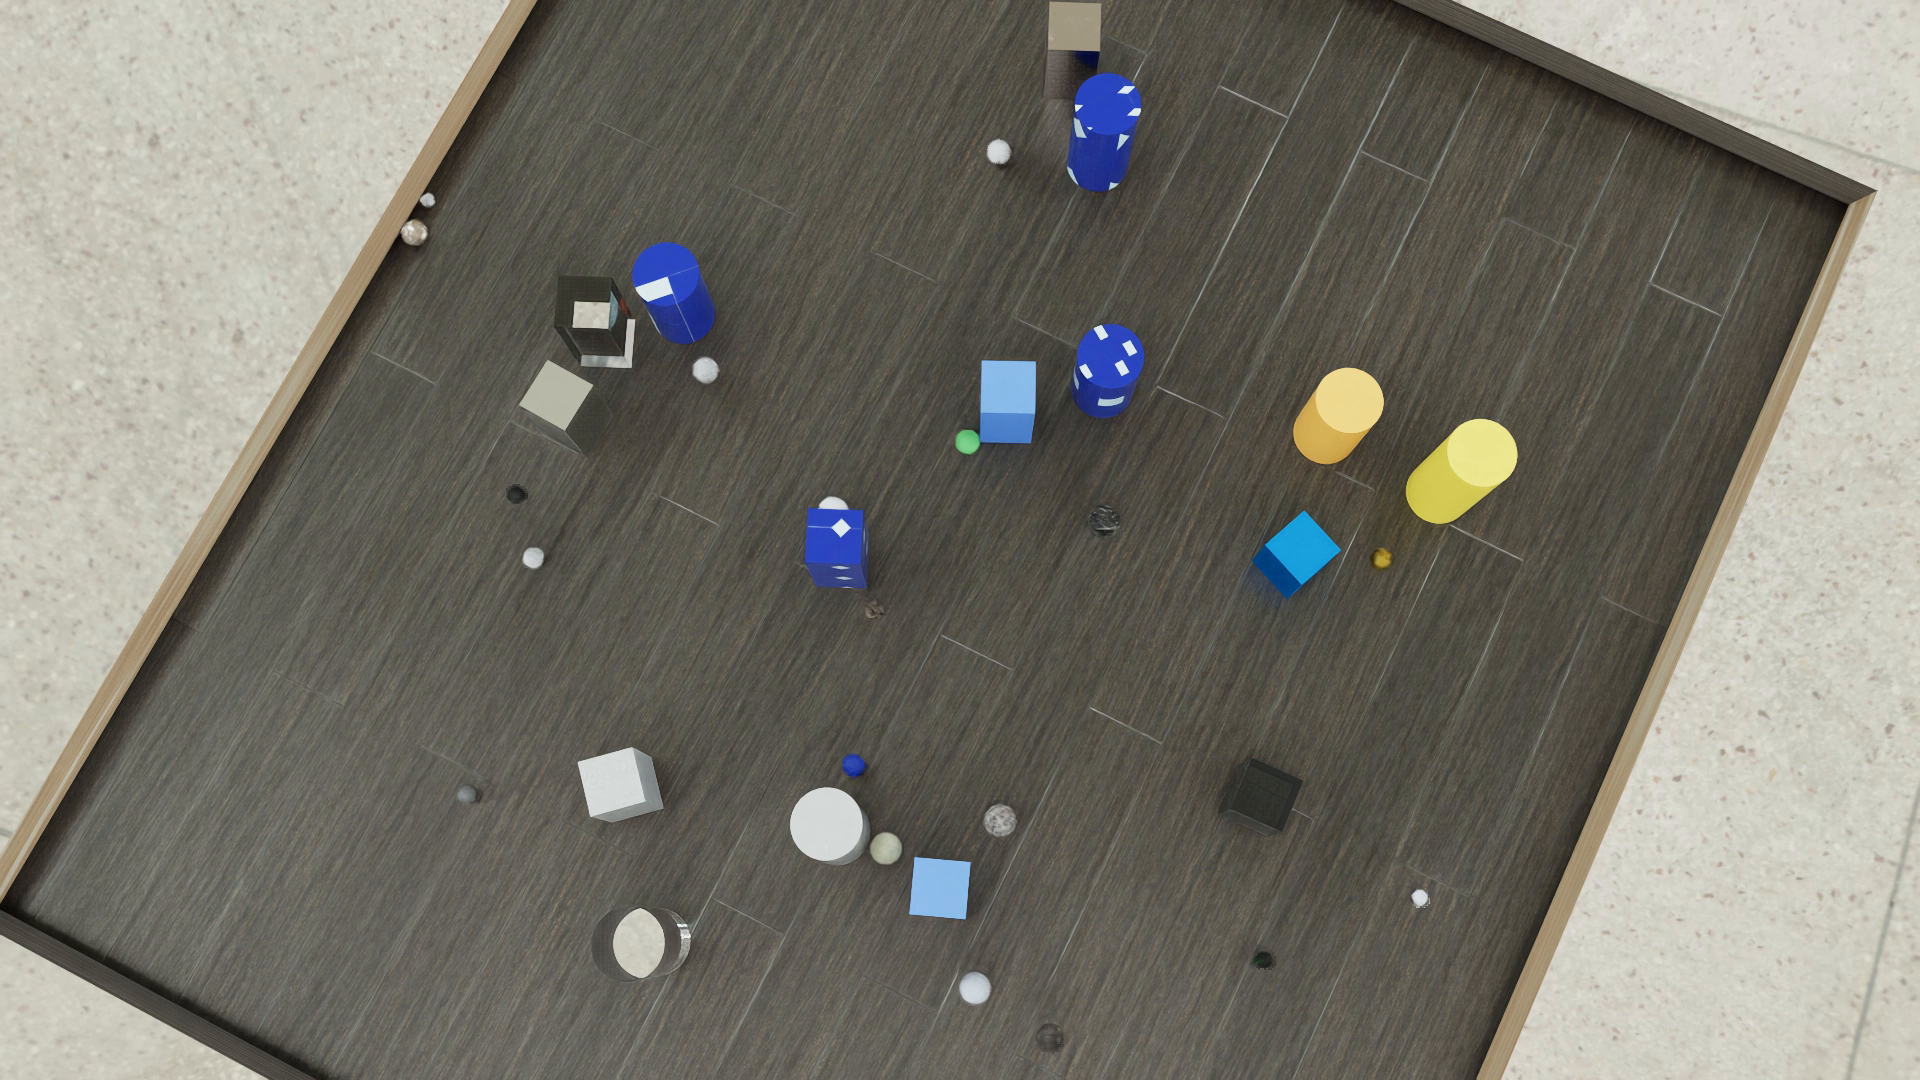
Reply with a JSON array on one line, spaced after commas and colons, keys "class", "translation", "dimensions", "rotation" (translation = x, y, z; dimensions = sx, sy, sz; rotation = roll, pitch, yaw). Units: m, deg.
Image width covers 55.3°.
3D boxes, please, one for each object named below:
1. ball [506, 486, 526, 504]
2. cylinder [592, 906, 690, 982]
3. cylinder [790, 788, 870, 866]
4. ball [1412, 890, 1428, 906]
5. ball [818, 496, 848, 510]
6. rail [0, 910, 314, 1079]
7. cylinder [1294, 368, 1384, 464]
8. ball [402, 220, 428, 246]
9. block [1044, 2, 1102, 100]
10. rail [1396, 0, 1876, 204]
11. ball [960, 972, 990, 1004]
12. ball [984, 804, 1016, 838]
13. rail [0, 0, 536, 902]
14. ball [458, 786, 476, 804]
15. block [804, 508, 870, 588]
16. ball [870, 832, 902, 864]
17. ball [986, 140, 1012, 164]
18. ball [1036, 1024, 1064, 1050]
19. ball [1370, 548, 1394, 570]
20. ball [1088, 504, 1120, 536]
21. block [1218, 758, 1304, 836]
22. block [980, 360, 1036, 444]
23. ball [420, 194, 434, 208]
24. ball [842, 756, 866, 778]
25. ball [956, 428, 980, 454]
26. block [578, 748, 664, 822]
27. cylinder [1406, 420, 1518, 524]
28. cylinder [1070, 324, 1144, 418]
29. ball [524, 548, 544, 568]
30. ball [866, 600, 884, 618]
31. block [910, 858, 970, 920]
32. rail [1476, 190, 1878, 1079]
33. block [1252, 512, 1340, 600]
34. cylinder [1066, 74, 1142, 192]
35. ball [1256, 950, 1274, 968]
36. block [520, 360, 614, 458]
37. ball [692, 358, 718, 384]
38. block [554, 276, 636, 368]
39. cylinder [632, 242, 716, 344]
[{"class": "ball", "translation": [-1.361, -0.136, 5.617], "dimensions": [0.055, 0.055, 0.055], "rotation": [0, 78, 0]}, {"class": "cylinder", "translation": [-0.889, 1.130, 5.138], "dimensions": [0.197, 0.479, 0.197], "rotation": [0, 78, 0]}, {"class": "cylinder", "translation": [-0.364, 0.819, 5.213], "dimensions": [0.197, 0.457, 0.197], "rotation": [0, 78, 0]}, {"class": "ball", "translation": [1.349, 1.049, 5.376], "dimensions": [0.045, 0.045, 0.045], "rotation": [0, 78, 0]}, {"class": "ball", "translation": [-0.387, -0.084, 5.586], "dimensions": [0.094, 0.094, 0.094], "rotation": [0, 78, 0]}, {"class": "rail", "translation": [-1.004, 1.974, 5.142], "dimensions": [4.130, 0.128, 0.045], "rotation": [26, 80, 5]}, {"class": "cylinder", "translation": [1.133, -0.369, 5.506], "dimensions": [0.197, 0.366, 0.197], "rotation": [0, 78, 0]}, {"class": "ball", "translation": [-1.719, -0.967, 5.775], "dimensions": [0.081, 0.081, 0.081], "rotation": [0, 78, 0]}, {"class": "block", "translation": [0.350, -1.532, 5.759], "dimensions": [0.158, 0.342, 0.158], "rotation": [2, 78, 0]}, {"class": "rail", "translation": [1.004, -1.960, 5.956], "dimensions": [4.130, 0.128, 0.045], "rotation": [26, 80, 5]}, {"class": "ball", "translation": [0.044, 1.296, 5.302], "dimensions": [0.091, 0.091, 0.091], "rotation": [0, 78, 0]}, {"class": "ball", "translation": [0.118, 0.828, 5.395], "dimensions": [0.099, 0.099, 0.099], "rotation": [0, 78, 0]}, {"class": "rail", "translation": [-1.826, -0.887, 5.734], "dimensions": [0.045, 0.128, 4.538], "rotation": [26, 80, 5]}, {"class": "ball", "translation": [-1.462, 0.755, 5.433], "dimensions": [0.052, 0.052, 0.052], "rotation": [0, 78, 0]}, {"class": "block", "translation": [-0.359, 0.028, 5.412], "dimensions": [0.158, 0.388, 0.158], "rotation": [2, 78, 0]}, {"class": "ball", "translation": [-0.218, 0.907, 5.381], "dimensions": [0.094, 0.094, 0.094], "rotation": [0, 78, 0]}, {"class": "ball", "translation": [0.124, -1.234, 5.833], "dimensions": [0.077, 0.077, 0.077], "rotation": [0, 78, 0]}, {"class": "ball", "translation": [0.259, 1.432, 5.281], "dimensions": [0.077, 0.077, 0.077], "rotation": [0, 78, 0]}, {"class": "ball", "translation": [1.282, 0.057, 5.570], "dimensions": [0.067, 0.067, 0.067], "rotation": [0, 78, 0]}, {"class": "ball", "translation": [0.441, -0.058, 5.579], "dimensions": [0.098, 0.098, 0.098], "rotation": [0, 78, 0]}, {"class": "block", "translation": [0.871, 0.749, 5.327], "dimensions": [0.158, 0.263, 0.158], "rotation": [24, 79, 5]}, {"class": "block", "translation": [0.142, -0.413, 5.528], "dimensions": [0.158, 0.341, 0.158], "rotation": [1, 78, 0]}, {"class": "ball", "translation": [-1.690, -1.079, 5.817], "dimensions": [0.045, 0.045, 0.045], "rotation": [0, 78, 0]}, {"class": "ball", "translation": [-0.315, 0.672, 5.444], "dimensions": [0.067, 0.067, 0.067], "rotation": [0, 78, 0]}, {"class": "ball", "translation": [0.023, -0.304, 5.641], "dimensions": [0.076, 0.076, 0.076], "rotation": [0, 78, 0]}, {"class": "block", "translation": [-0.978, 0.711, 5.303], "dimensions": [0.158, 0.327, 0.158], "rotation": [-15, 79, -3]}, {"class": "cylinder", "translation": [1.473, -0.196, 5.407], "dimensions": [0.197, 0.490, 0.197], "rotation": [0, 78, 0]}, {"class": "cylinder", "translation": [0.444, -0.508, 5.554], "dimensions": [0.197, 0.328, 0.197], "rotation": [0, 78, 0]}, {"class": "ball", "translation": [-1.297, 0.054, 5.574], "dimensions": [0.063, 0.063, 0.063], "rotation": [0, 78, 0]}, {"class": "ball", "translation": [-0.258, 0.210, 5.545], "dimensions": [0.055, 0.055, 0.055], "rotation": [0, 78, 0]}, {"class": "block", "translation": [-0.056, 1.004, 5.277], "dimensions": [0.158, 0.258, 0.158], "rotation": [5, 78, 1]}, {"class": "rail", "translation": [1.826, 0.901, 5.364], "dimensions": [0.045, 0.128, 4.538], "rotation": [26, 80, 5]}, {"class": "block", "translation": [1.004, 0.047, 5.482], "dimensions": [0.158, 0.244, 0.158], "rotation": [-40, 81, -8]}, {"class": "cylinder", "translation": [0.440, -1.252, 5.655], "dimensions": [0.197, 0.432, 0.197], "rotation": [0, 78, 0]}, {"class": "ball", "translation": [0.887, 1.222, 5.338], "dimensions": [0.050, 0.050, 0.050], "rotation": [0, 78, 0]}, {"class": "block", "translation": [-1.183, -0.392, 5.530], "dimensions": [0.158, 0.328, 0.158], "rotation": [29, 80, 6]}, {"class": "ball", "translation": [-0.788, -0.526, 5.685], "dimensions": [0.079, 0.079, 0.079], "rotation": [0, 78, 0]}, {"class": "block", "translation": [-1.103, -0.658, 5.554], "dimensions": [0.158, 0.390, 0.158], "rotation": [2, 78, 0]}, {"class": "cylinder", "translation": [-0.868, -0.748, 5.585], "dimensions": [0.197, 0.366, 0.197], "rotation": [0, 78, 0]}]
